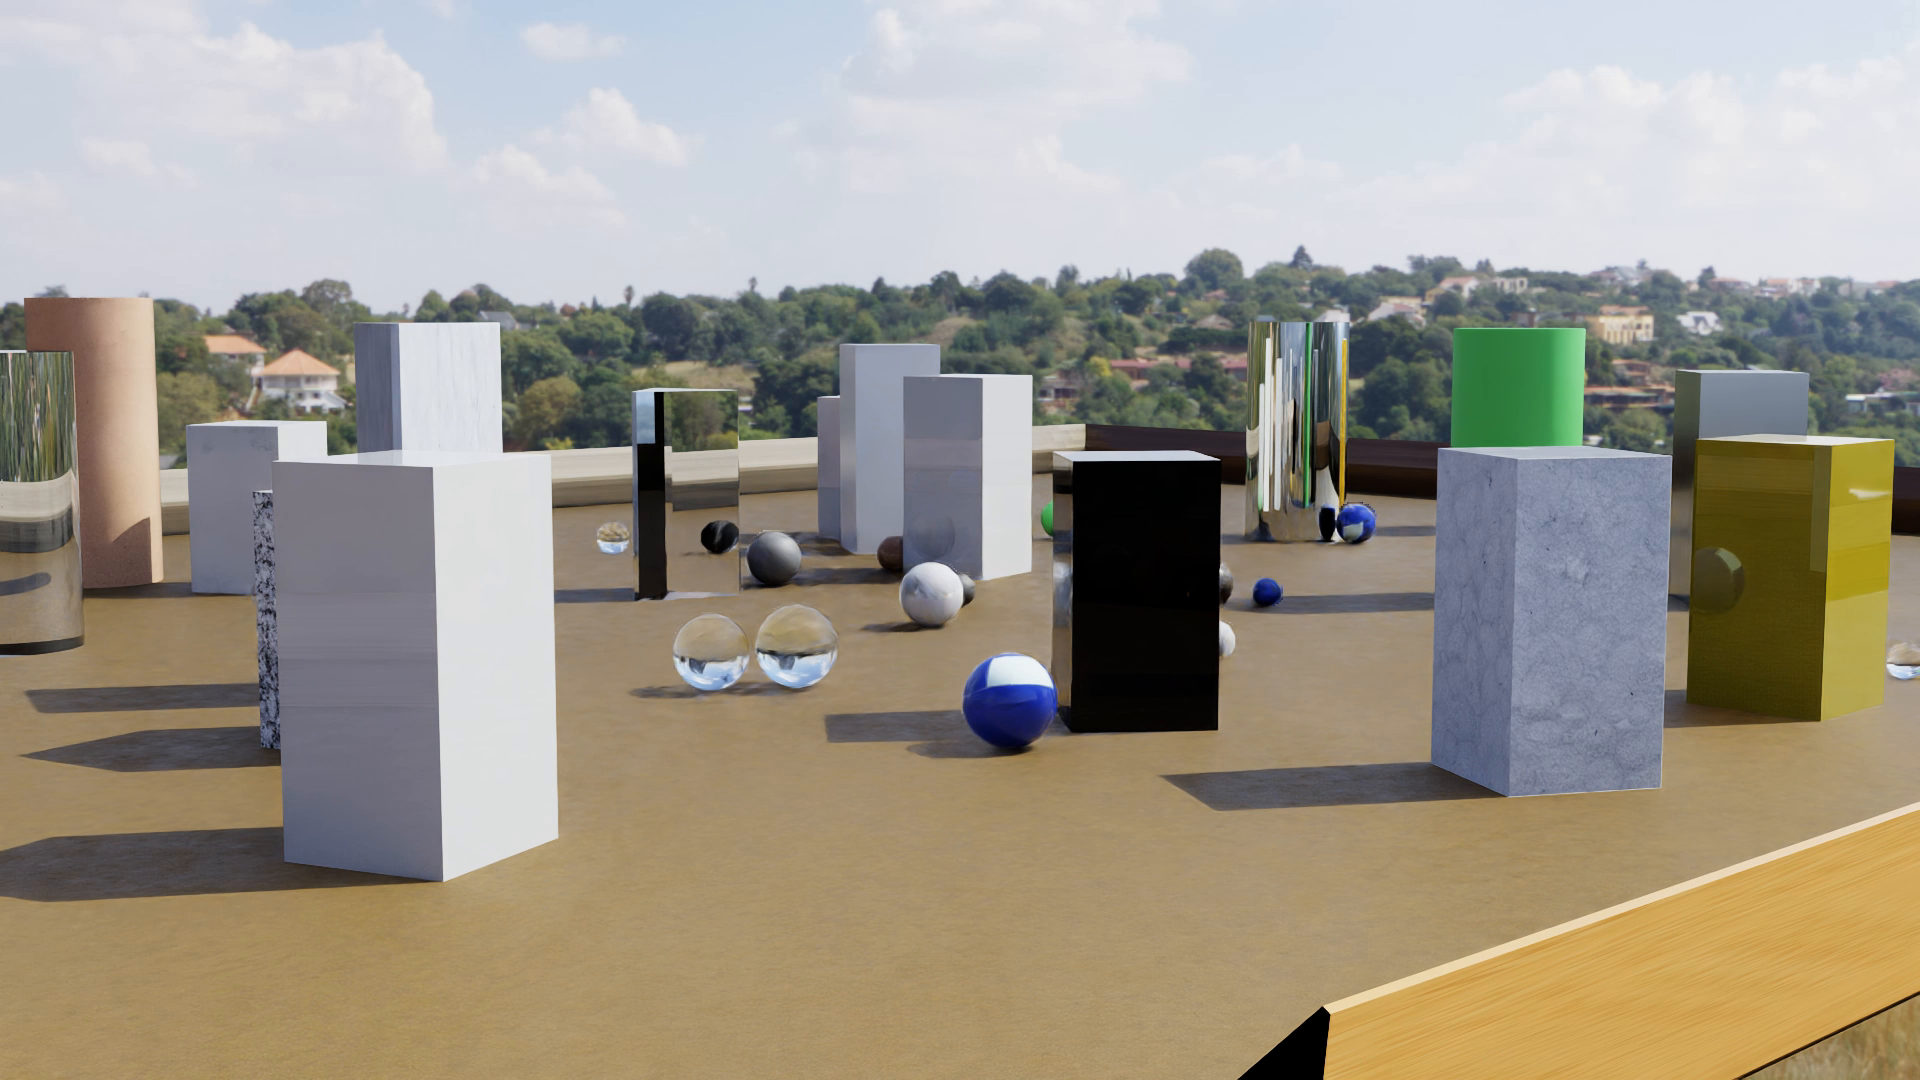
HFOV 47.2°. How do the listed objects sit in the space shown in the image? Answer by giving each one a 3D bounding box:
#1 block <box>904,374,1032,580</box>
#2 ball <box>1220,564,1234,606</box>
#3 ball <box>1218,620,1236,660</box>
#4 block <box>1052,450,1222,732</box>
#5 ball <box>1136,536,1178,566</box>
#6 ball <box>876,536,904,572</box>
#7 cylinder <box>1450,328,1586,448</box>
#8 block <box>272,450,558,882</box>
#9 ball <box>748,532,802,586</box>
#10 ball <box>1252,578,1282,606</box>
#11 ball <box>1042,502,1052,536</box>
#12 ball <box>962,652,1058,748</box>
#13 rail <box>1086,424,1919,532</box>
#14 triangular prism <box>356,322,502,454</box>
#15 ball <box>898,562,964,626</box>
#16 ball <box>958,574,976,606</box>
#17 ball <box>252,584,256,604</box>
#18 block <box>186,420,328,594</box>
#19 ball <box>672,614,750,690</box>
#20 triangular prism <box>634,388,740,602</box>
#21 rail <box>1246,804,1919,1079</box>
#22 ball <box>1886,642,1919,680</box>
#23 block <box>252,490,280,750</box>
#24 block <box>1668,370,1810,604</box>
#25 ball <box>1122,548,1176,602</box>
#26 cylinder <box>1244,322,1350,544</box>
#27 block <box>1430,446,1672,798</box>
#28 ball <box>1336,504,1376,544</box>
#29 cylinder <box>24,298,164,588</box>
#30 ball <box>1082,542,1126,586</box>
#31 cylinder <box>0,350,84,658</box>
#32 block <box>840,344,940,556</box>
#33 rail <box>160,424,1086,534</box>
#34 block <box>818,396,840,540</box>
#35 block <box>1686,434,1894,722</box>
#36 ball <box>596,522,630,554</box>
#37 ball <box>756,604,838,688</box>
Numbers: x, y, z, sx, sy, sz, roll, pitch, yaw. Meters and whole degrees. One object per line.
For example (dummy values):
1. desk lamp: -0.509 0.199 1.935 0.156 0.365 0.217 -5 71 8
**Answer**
1. block: 0.014 -0.110 3.717 0.157 0.335 0.157 4 7 33
2. ball: 0.373 0.067 3.292 0.070 0.070 0.070 0 6 0
3. ball: 0.324 0.128 2.798 0.052 0.052 0.052 0 6 0
4. block: 0.189 0.052 2.393 0.157 0.288 0.157 -1 6 -5
5. ball: 0.330 0.026 3.688 0.069 0.069 0.069 0 6 0
6. ball: -0.110 0.024 3.743 0.063 0.063 0.063 0 6 0
7. cylinder: 0.855 -0.116 3.382 0.196 0.416 0.196 0 6 0
8. block: -0.443 0.095 1.804 0.157 0.325 0.157 3 7 24
9. ball: -0.301 0.030 3.564 0.087 0.087 0.087 0 6 0
10. ball: 0.463 0.078 3.316 0.043 0.043 0.043 0 6 0
11. ball: 0.198 -0.041 4.284 0.080 0.080 0.080 0 6 0
12. ball: 0.051 0.163 2.242 0.097 0.097 0.097 0 6 0
13. rail: 1.574 -0.118 4.777 0.045 0.128 3.665 -5 8 -42
14. triangular prism: -0.654 -0.041 2.600 0.147 0.429 0.170 4 7 31
15. ball: -0.041 0.077 3.100 0.091 0.091 0.091 0 6 0
16. ball: 0.000 0.075 3.319 0.049 0.049 0.049 0 6 0
17. ball: -1.035 0.080 3.285 0.046 0.046 0.046 0 6 0
18. block: -1.122 -0.055 3.524 0.157 0.265 0.157 1 6 11
19. ball: -0.292 0.132 2.580 0.090 0.090 0.090 0 6 0
20. triangular prism: -0.453 -0.076 3.462 0.170 0.321 0.147 -3 7 -26
21. rail: 1.227 0.171 2.010 4.332 0.128 0.045 -5 8 -42
22. ball: 1.144 0.147 2.660 0.044 0.044 0.044 0 6 0
23. block: -0.608 0.078 2.266 0.157 0.262 0.157 3 7 30
24. block: 1.188 -0.082 3.363 0.157 0.351 0.157 0 6 5
25. ball: 0.289 0.055 3.355 0.082 0.082 0.082 0 6 0
26. cylinder: 0.657 -0.214 4.290 0.196 0.421 0.196 0 6 0
27. block: 0.560 0.071 2.096 0.157 0.311 0.157 -2 6 -14
28. ball: 0.756 -0.031 4.203 0.075 0.075 0.075 0 6 0
29. cylinder: -1.417 -0.163 3.603 0.196 0.464 0.196 0 6 0
30. ball: 0.233 0.038 3.553 0.073 0.073 0.073 0 6 0
31. cylinder: -1.266 -0.052 2.898 0.196 0.390 0.196 0 6 0
32. block: -0.131 -0.172 4.083 0.157 0.381 0.157 -1 6 -14
33. rail: -1.227 -0.105 4.654 4.332 0.128 0.045 -5 8 -42
34. block: -0.171 -0.144 4.324 0.157 0.276 0.157 3 7 29
35. block: 0.937 0.036 2.482 0.157 0.300 0.157 -6 8 -44
36. ball: -0.634 -0.003 4.018 0.060 0.060 0.060 0 6 0
37. ball: -0.193 0.126 2.600 0.098 0.098 0.098 0 6 0
